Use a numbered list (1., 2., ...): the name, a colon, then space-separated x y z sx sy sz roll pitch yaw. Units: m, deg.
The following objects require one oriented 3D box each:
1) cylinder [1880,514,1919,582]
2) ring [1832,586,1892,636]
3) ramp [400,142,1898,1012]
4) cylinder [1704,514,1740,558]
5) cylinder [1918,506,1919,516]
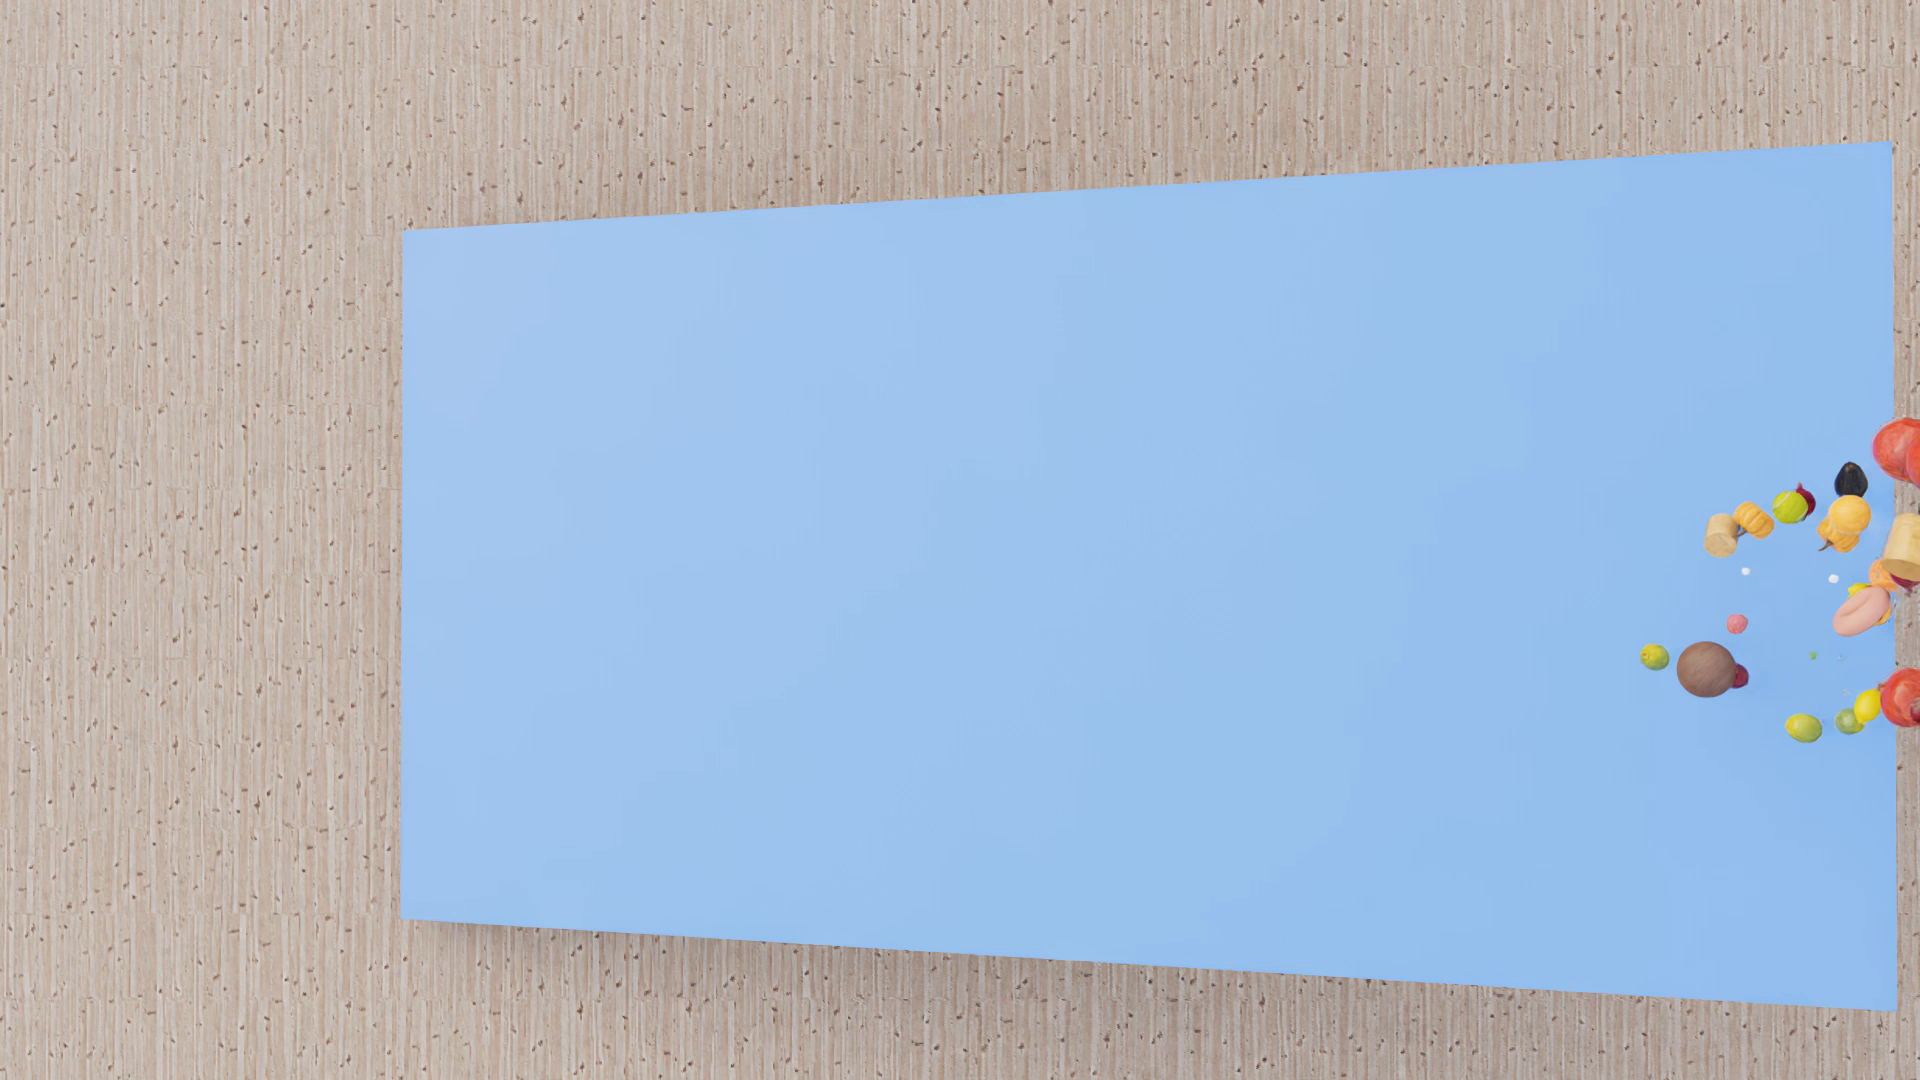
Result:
1. cylinder: 1.632 0.013 3.760 0.086 0.086 0.086 23 76 0
2. ring: 1.579 0.125 3.850 0.112 0.112 0.037 -44 92 -1
3. ramp: 0.280 0.090 5.769 4.000 0.100 2.000 0 89 20
4. cylinder: 1.717 -0.010 4.958 0.071 0.071 0.071 29 45 0
5. cylinder: 1.787 -0.059 3.983 0.092 0.092 0.092 14 129 19
